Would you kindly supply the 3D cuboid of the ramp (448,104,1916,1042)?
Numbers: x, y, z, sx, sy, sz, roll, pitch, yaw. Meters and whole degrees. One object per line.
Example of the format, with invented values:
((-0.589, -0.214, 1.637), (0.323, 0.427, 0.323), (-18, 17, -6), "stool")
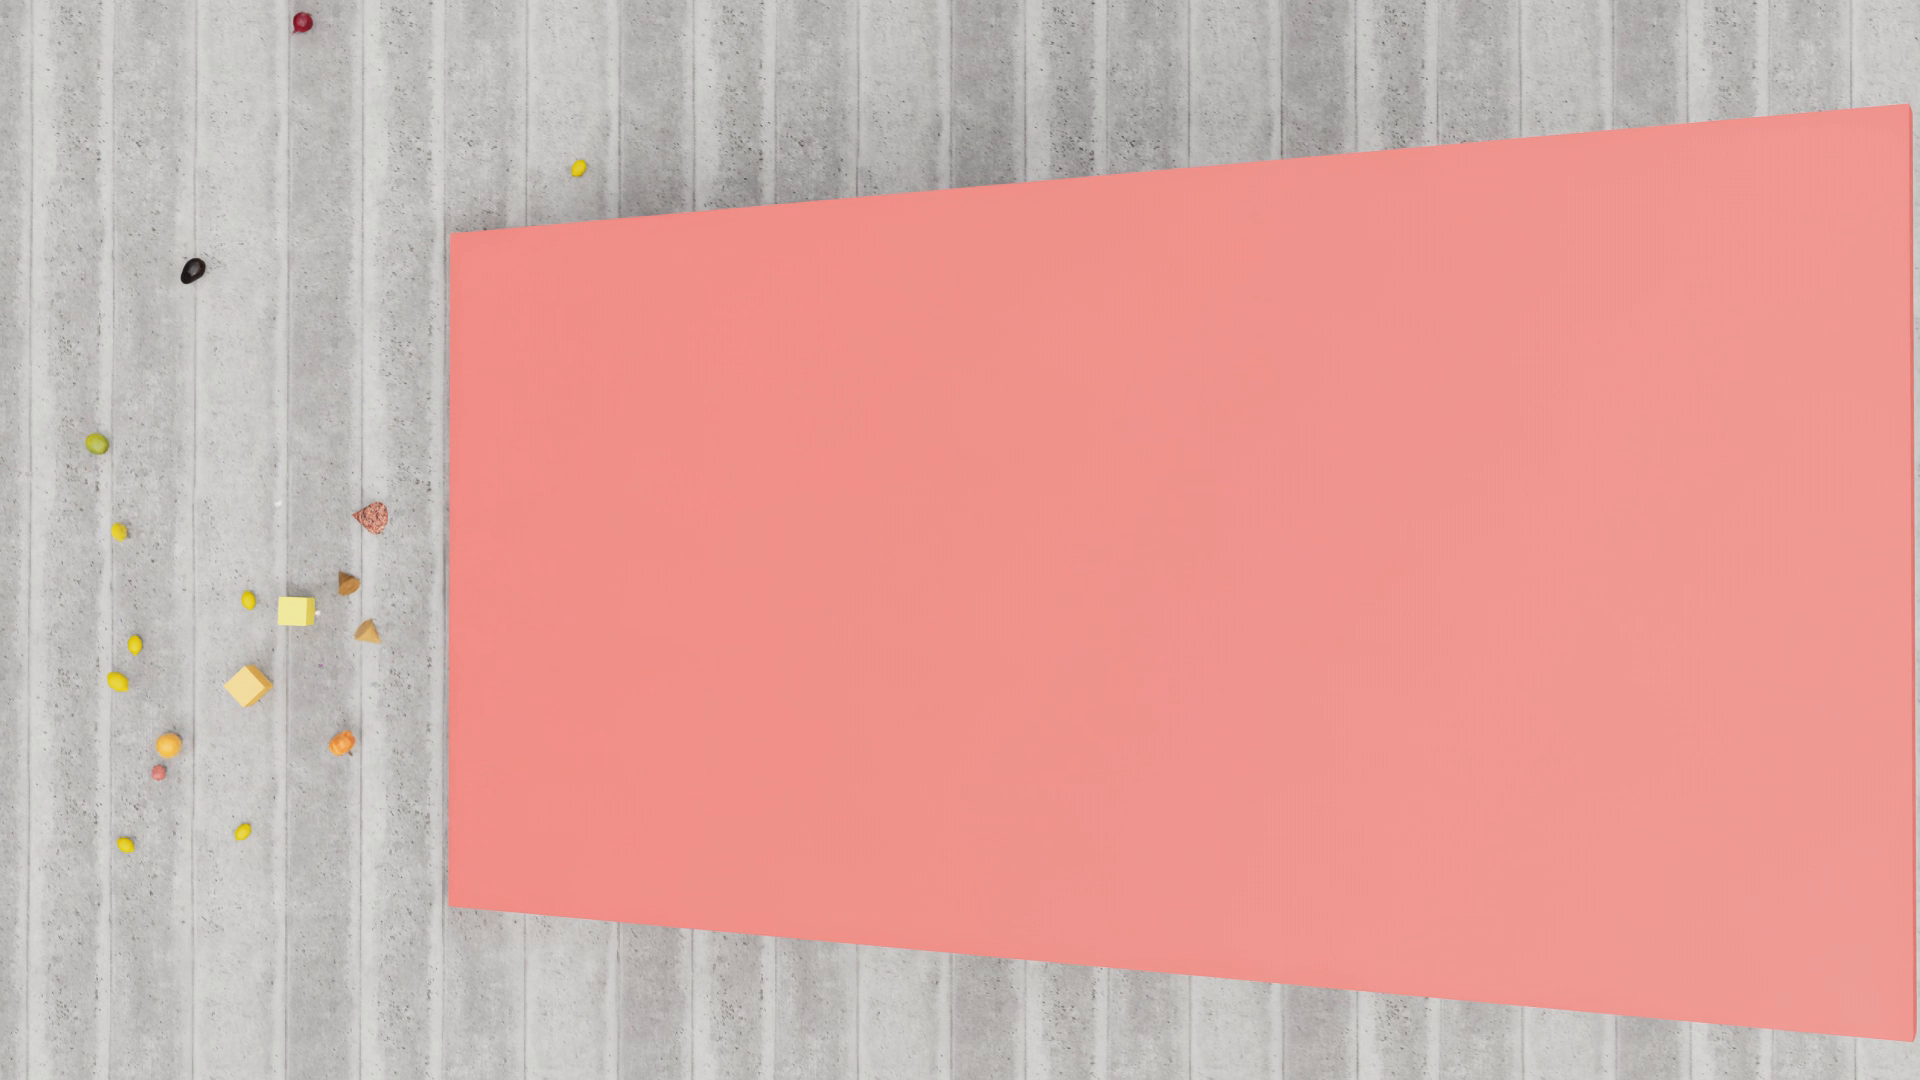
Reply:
((0.277, 0.078, 5.656), (4.000, 0.100, 2.000), (0, 89, 28), "ramp")

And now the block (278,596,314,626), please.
((-1.987, 0.213, 6.585), (0.083, 0.083, 0.083), (2, 89, 0), "block")

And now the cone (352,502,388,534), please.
((-1.791, -0.071, 6.607), (0.099, 0.099, 0.099), (7, 89, 27), "cone")

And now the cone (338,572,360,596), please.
((-1.852, 0.119, 6.612), (0.069, 0.069, 0.069), (-37, 59, 0), "cone")

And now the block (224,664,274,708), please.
((-2.128, 0.437, 6.580), (0.087, 0.087, 0.087), (-43, 90, 0), "block")

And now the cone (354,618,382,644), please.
((-1.764, 0.288, 6.608), (0.076, 0.076, 0.076), (-48, 116, 0), "cone")
